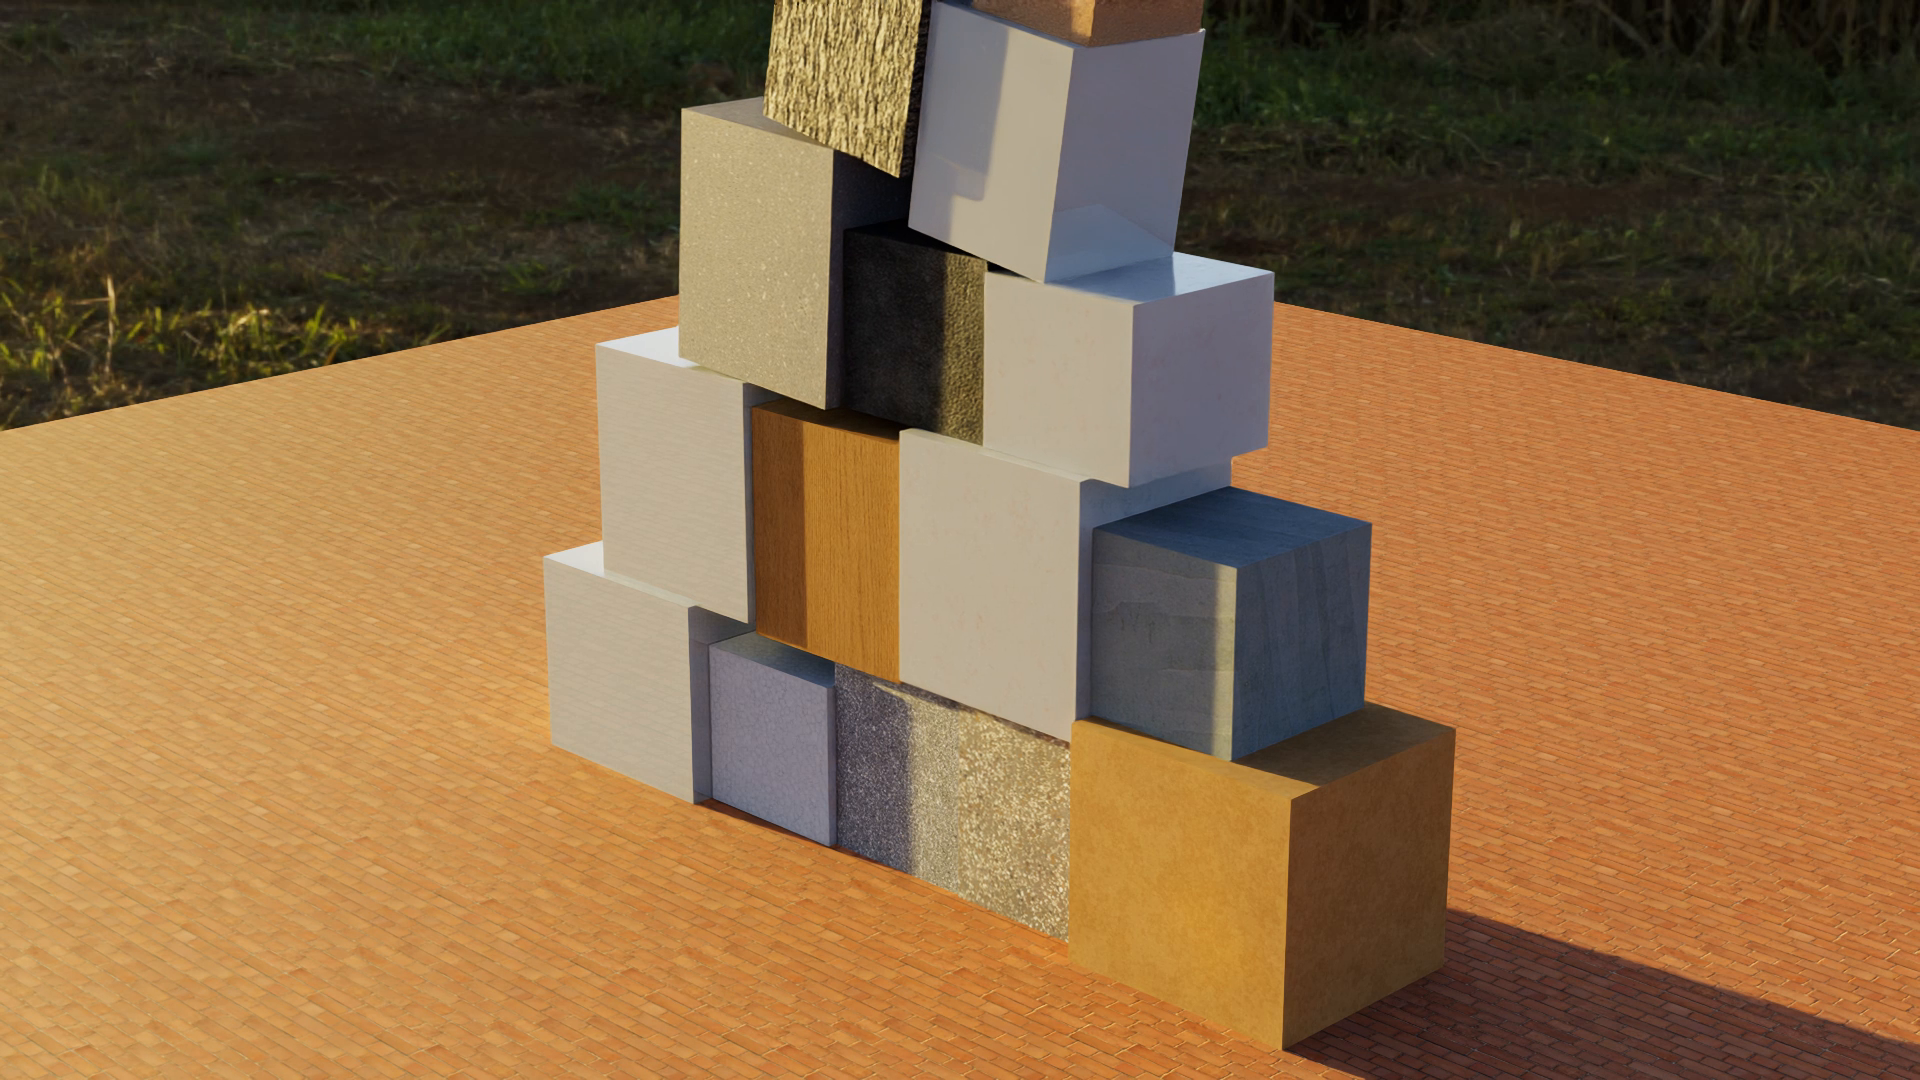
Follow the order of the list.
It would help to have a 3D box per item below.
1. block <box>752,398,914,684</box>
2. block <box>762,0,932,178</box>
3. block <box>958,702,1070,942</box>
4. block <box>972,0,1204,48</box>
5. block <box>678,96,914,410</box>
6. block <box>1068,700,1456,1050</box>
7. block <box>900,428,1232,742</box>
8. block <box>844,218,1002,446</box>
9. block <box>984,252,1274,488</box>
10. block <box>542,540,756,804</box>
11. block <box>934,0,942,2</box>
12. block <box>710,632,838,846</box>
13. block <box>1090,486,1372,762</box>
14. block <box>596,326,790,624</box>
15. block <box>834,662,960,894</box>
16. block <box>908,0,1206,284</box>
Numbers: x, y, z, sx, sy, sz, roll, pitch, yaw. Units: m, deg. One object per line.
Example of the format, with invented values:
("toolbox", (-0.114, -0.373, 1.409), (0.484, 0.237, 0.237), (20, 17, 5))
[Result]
("block", (-0.281, -0.081, 13.592), (0.935, 1.103, 0.973), (-17, 24, -42))
("block", (-0.194, -2.155, 12.848), (0.903, 0.781, 0.887), (-17, 35, -42))
("block", (0.582, 1.135, 13.098), (0.788, 0.974, 0.872), (17, 24, 42))
("block", (0.557, -2.452, 11.979), (0.677, 0.669, 0.665), (-17, 33, -42))
("block", (-0.597, -1.372, 13.516), (0.950, 1.177, 1.016), (-17, 28, -42))
("block", (1.266, 1.296, 12.404), (1.091, 1.090, 1.174), (-17, 24, -42))
("block", (0.454, 0.091, 12.866), (1.065, 1.154, 0.972), (17, 24, 42))
("block", (0.099, -0.968, 12.950), (0.848, 0.806, 0.884), (-17, 24, -42))
("block", (0.710, -0.758, 12.383), (0.830, 0.761, 0.890), (17, 24, 42))
("block", (-1.305, 0.567, 14.858), (1.103, 1.009, 1.128), (-17, 24, -42))
("block", (0.013, -2.855, 12.403), (0.809, 0.802, 0.815), (-17, 44, -42))
("block", (-0.585, 0.875, 14.238), (0.920, 0.793, 0.837), (-17, 24, -42))
("block", (1.132, 0.331, 12.284), (0.773, 0.822, 0.877), (17, 24, 42))
("block", (-1.015, -0.384, 14.264), (1.019, 1.160, 1.079), (-17, 24, -42))
("block", (0.006, 0.976, 13.653), (0.836, 0.951, 0.813), (-17, 24, -42))
("block", (0.399, -1.731, 12.367), (0.805, 0.989, 0.812), (-17, 33, -42))
